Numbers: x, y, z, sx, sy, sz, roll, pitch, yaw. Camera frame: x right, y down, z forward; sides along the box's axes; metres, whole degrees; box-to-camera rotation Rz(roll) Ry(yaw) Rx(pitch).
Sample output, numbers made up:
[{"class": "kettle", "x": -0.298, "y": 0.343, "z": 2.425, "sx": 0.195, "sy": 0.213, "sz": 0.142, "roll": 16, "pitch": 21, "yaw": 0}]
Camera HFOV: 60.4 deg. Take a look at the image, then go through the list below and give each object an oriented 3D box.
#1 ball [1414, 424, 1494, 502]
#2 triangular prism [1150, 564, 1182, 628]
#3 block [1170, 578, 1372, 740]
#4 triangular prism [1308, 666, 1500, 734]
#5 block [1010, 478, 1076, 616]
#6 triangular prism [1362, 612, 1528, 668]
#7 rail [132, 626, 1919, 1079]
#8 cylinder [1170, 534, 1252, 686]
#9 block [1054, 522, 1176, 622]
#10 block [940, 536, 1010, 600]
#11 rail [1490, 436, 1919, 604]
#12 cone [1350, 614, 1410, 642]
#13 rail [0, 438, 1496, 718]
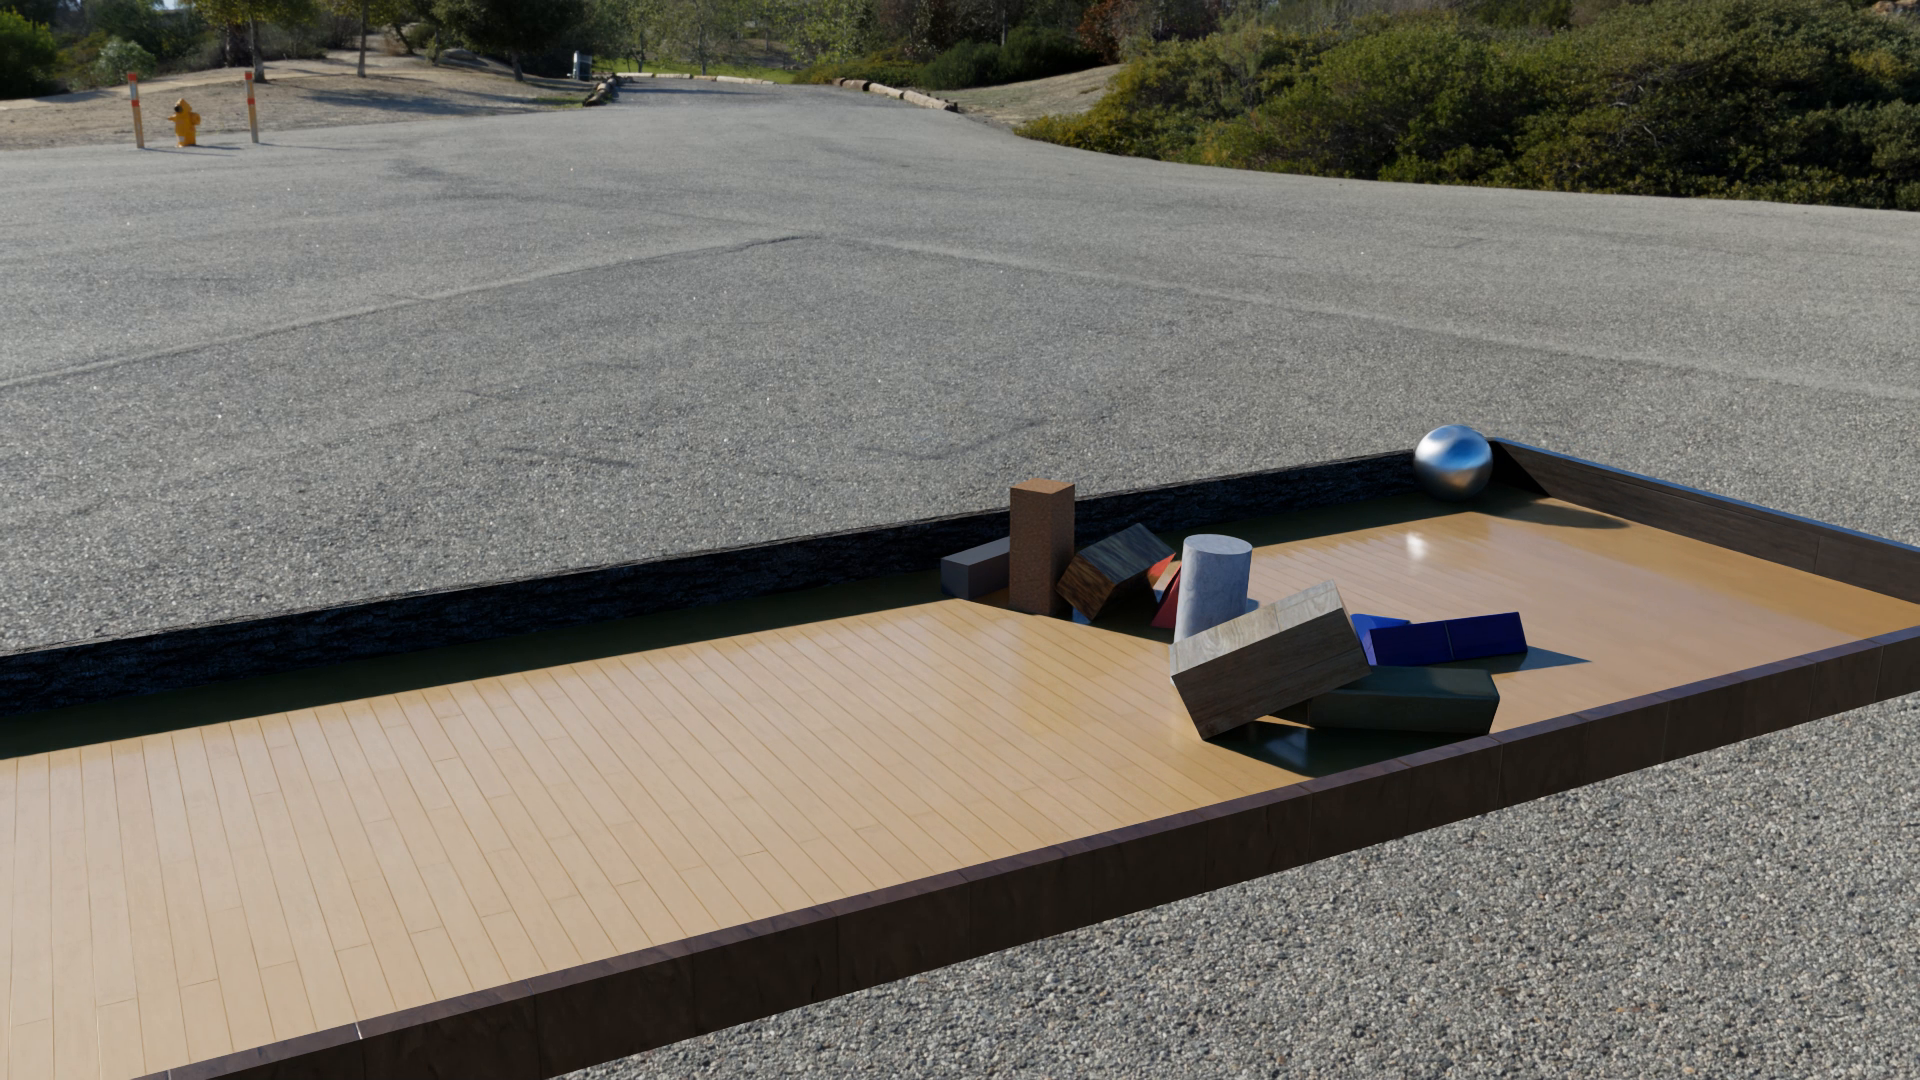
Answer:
[{"class": "ball", "x": 1.736, "y": -0.272, "z": 5.800, "sx": 0.270, "sy": 0.270, "sz": 0.270, "roll": 0, "pitch": 16, "yaw": 0}, {"class": "triangular prism", "x": 0.630, "y": 0.137, "z": 4.691, "sx": 0.123, "sy": 0.106, "sz": 0.381, "roll": 4, "pitch": 17, "yaw": 14}, {"class": "block", "x": 0.709, "y": 0.274, "z": 3.800, "sx": 0.412, "sy": 0.176, "sz": 0.176, "roll": -24, "pitch": 16, "yaw": 14}, {"class": "triangular prism", "x": 1.022, "y": 0.347, "z": 3.834, "sx": 0.413, "sy": 0.147, "sz": 0.127, "roll": 2, "pitch": 51, "yaw": 7}, {"class": "block", "x": 0.231, "y": 0.018, "z": 4.663, "sx": 0.133, "sy": 0.355, "sz": 0.133, "roll": 11, "pitch": 19, "yaw": 32}, {"class": "triangular prism", "x": 1.264, "y": 0.255, "z": 4.314, "sx": 0.451, "sy": 0.093, "sz": 0.108, "roll": -5, "pitch": 17, "yaw": -17}, {"class": "rail", "x": -2.336, "y": 1.006, "z": 1.665, "sx": 12.000, "sy": 0.150, "sz": 0.050, "roll": -9, "pitch": 18, "yaw": -27}, {"class": "cylinder", "x": 0.618, "y": 0.184, "z": 4.067, "sx": 0.166, "sy": 0.365, "sz": 0.166, "roll": 3, "pitch": 17, "yaw": -1}, {"class": "block", "x": 0.446, "y": 0.088, "z": 4.708, "sx": 0.142, "sy": 0.142, "sz": 0.362, "roll": 41, "pitch": 33, "yaw": 19}, {"class": "block", "x": 0.108, "y": 0.075, "z": 4.908, "sx": 0.107, "sy": 0.107, "sz": 0.373, "roll": 14, "pitch": 21, "yaw": 40}, {"class": "rail", "x": 2.466, "y": -0.048, "z": 5.253, "sx": 0.050, "sy": 0.150, "sz": 2.100, "roll": -9, "pitch": 18, "yaw": -27}, {"class": "cone", "x": 1.151, "y": 0.235, "z": 4.462, "sx": 0.106, "sy": 0.106, "sz": 0.333, "roll": 13, "pitch": 12, "yaw": 37}, {"class": "rail", "x": -3.305, "y": 0.497, "z": 3.399, "sx": 12.000, "sy": 0.150, "sz": 0.050, "roll": -9, "pitch": 18, "yaw": -27}]
